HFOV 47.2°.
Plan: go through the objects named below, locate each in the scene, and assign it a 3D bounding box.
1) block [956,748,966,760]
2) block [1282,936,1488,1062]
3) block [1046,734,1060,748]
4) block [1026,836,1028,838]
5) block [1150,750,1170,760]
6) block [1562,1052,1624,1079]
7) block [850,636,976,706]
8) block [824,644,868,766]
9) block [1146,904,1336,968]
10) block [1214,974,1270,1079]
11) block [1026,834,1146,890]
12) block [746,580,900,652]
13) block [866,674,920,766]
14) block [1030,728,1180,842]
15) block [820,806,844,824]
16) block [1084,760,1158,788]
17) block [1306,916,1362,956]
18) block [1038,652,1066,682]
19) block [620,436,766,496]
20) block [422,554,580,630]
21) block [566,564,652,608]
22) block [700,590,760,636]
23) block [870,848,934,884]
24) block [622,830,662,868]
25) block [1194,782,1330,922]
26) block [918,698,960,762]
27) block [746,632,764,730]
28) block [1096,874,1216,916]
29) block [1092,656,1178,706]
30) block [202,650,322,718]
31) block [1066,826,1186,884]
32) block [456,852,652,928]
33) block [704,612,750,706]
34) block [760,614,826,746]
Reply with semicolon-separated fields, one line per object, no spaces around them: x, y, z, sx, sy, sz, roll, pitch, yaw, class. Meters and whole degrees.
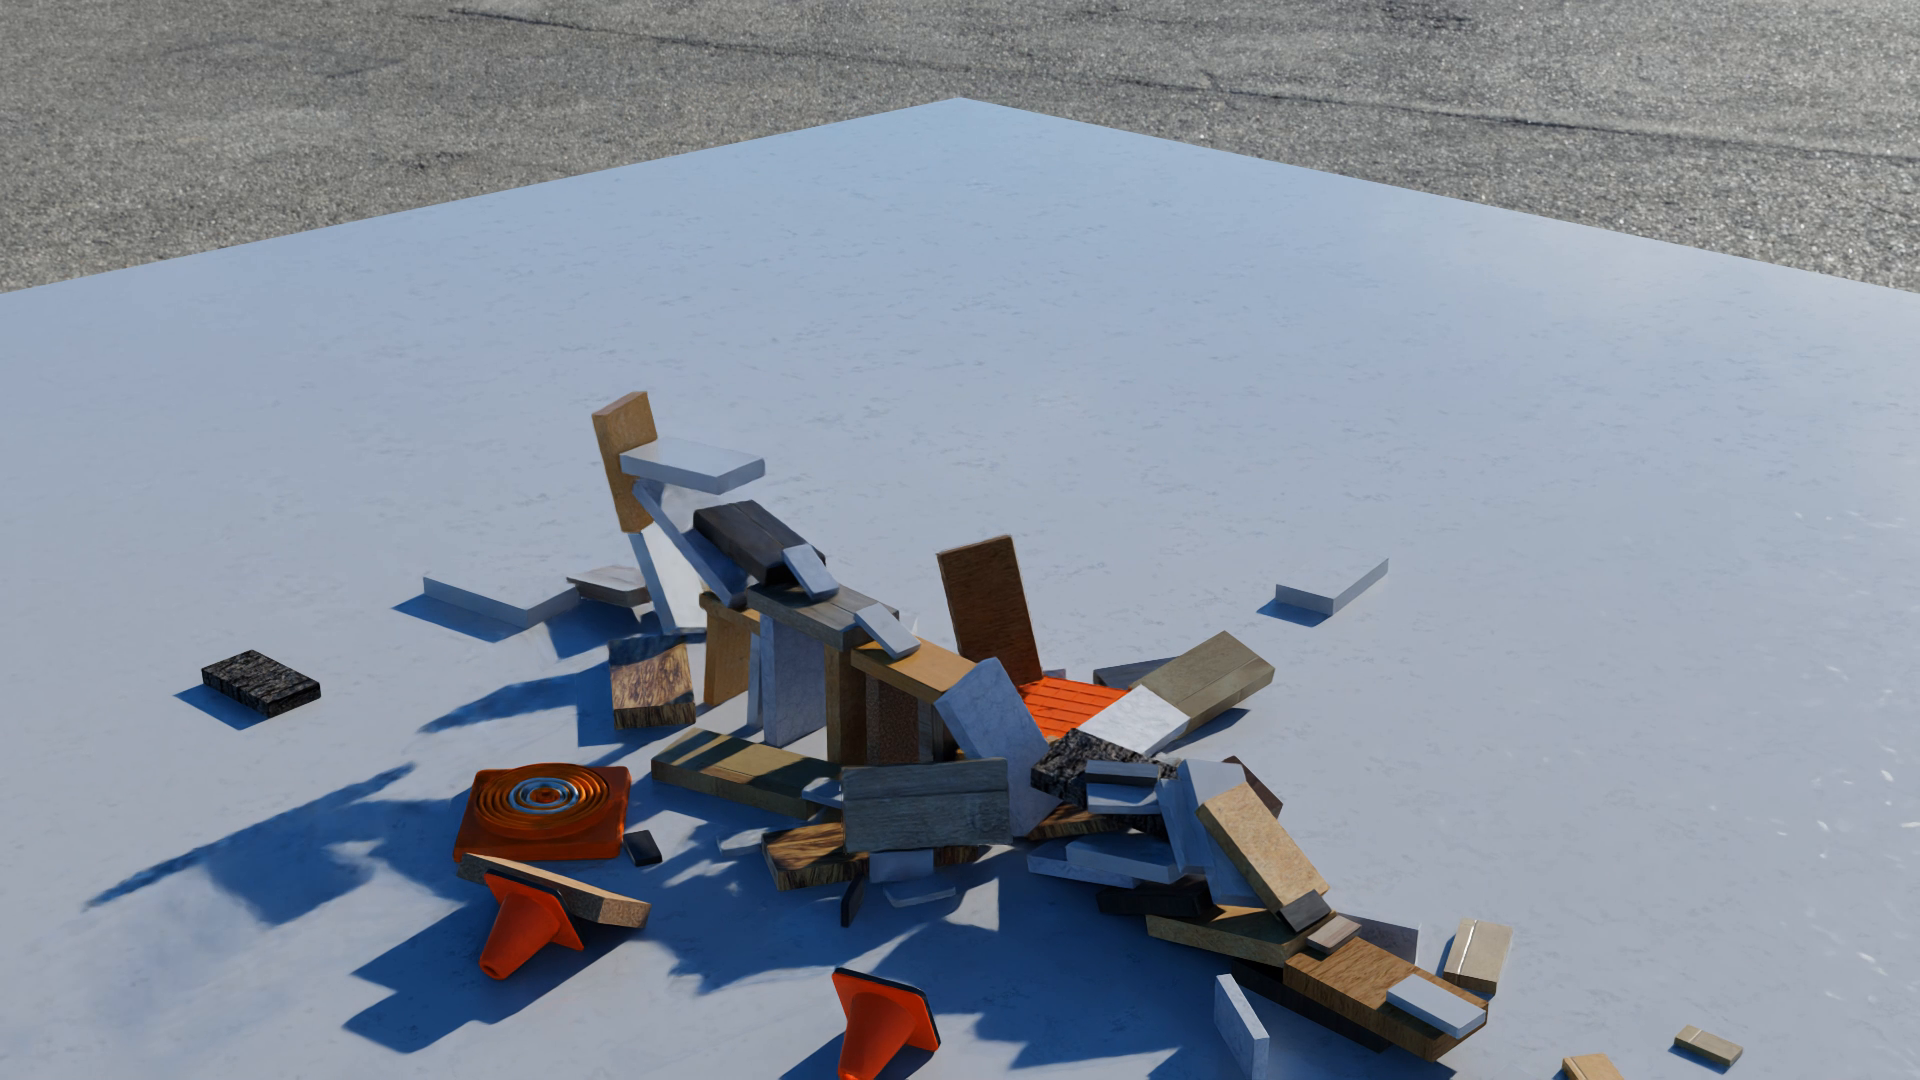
0.022;0.483;4.410;0.023;0.166;0.083;8;24;25;block
0.726;0.775;3.764;0.157;0.044;0.313;-20;30;-39;block
0.129;0.473;4.472;0.186;0.093;0.026;-20;23;-33;block
0.159;0.548;4.439;0.083;0.023;0.166;13;26;28;block
0.392;0.500;4.527;0.150;0.043;0.301;-13;26;-28;block
1.056;0.899;3.614;0.074;0.021;0.148;-4;23;-10;block
-0.079;0.257;4.410;0.136;0.039;0.272;-20;30;-39;block
-0.208;0.332;4.585;0.044;0.308;0.154;21;31;40;block
0.508;0.694;3.982;0.313;0.044;0.157;5;20;44;block
0.473;0.823;3.701;0.027;0.094;0.187;-5;24;-12;block
0.264;0.610;4.201;0.249;0.035;0.125;2;17;41;block
-0.287;0.142;4.581;0.154;0.044;0.308;-21;31;-40;block
-0.128;0.375;4.529;0.136;0.272;0.039;-21;30;-40;block
0.310;0.465;4.175;0.315;0.045;0.157;20;36;26;block
-0.230;0.543;4.431;0.067;0.019;0.134;13;20;8;block
0.304;0.439;4.135;0.135;0.019;0.067;3;16;7;block
0.659;0.696;3.875;0.050;0.014;0.099;20;30;39;block
0.144;0.294;5.034;0.182;0.026;0.091;-4;23;-10;block
-0.587;-0.165;4.820;0.297;0.042;0.148;13;26;36;block
-1.129;0.123;5.406;0.353;0.050;0.176;15;27;31;block
-0.826;0.111;5.369;0.143;0.041;0.286;-16;16;-37;block
-0.448;0.149;4.771;0.116;0.033;0.231;-21;31;-40;block
-0.112;0.620;4.199;0.121;0.060;0.017;-3;16;-9;block
-0.624;0.605;4.316;0.053;0.015;0.106;-9;25;-20;block
0.546;0.561;3.974;0.123;0.035;0.247;-18;61;-41;block
-0.019;0.423;4.415;0.136;0.272;0.039;-20;29;-40;block
-0.405;0.288;4.784;0.033;0.231;0.116;27;34;35;block
0.383;0.650;4.062;0.125;0.035;0.249;-22;9;-40;block
0.473;0.321;4.947;0.311;0.044;0.156;-8;24;-18;block
-1.575;0.322;4.954;0.265;0.037;0.132;18;29;37;block
0.332;0.584;4.108;0.249;0.035;0.125;4;19;45;block
-0.751;0.648;4.069;0.324;0.046;0.162;12;-8;26;block
-0.512;0.245;4.885;0.033;0.231;0.116;26;33;33;block
-0.352;0.275;4.718;0.154;0.308;0.044;-21;31;-40;block
